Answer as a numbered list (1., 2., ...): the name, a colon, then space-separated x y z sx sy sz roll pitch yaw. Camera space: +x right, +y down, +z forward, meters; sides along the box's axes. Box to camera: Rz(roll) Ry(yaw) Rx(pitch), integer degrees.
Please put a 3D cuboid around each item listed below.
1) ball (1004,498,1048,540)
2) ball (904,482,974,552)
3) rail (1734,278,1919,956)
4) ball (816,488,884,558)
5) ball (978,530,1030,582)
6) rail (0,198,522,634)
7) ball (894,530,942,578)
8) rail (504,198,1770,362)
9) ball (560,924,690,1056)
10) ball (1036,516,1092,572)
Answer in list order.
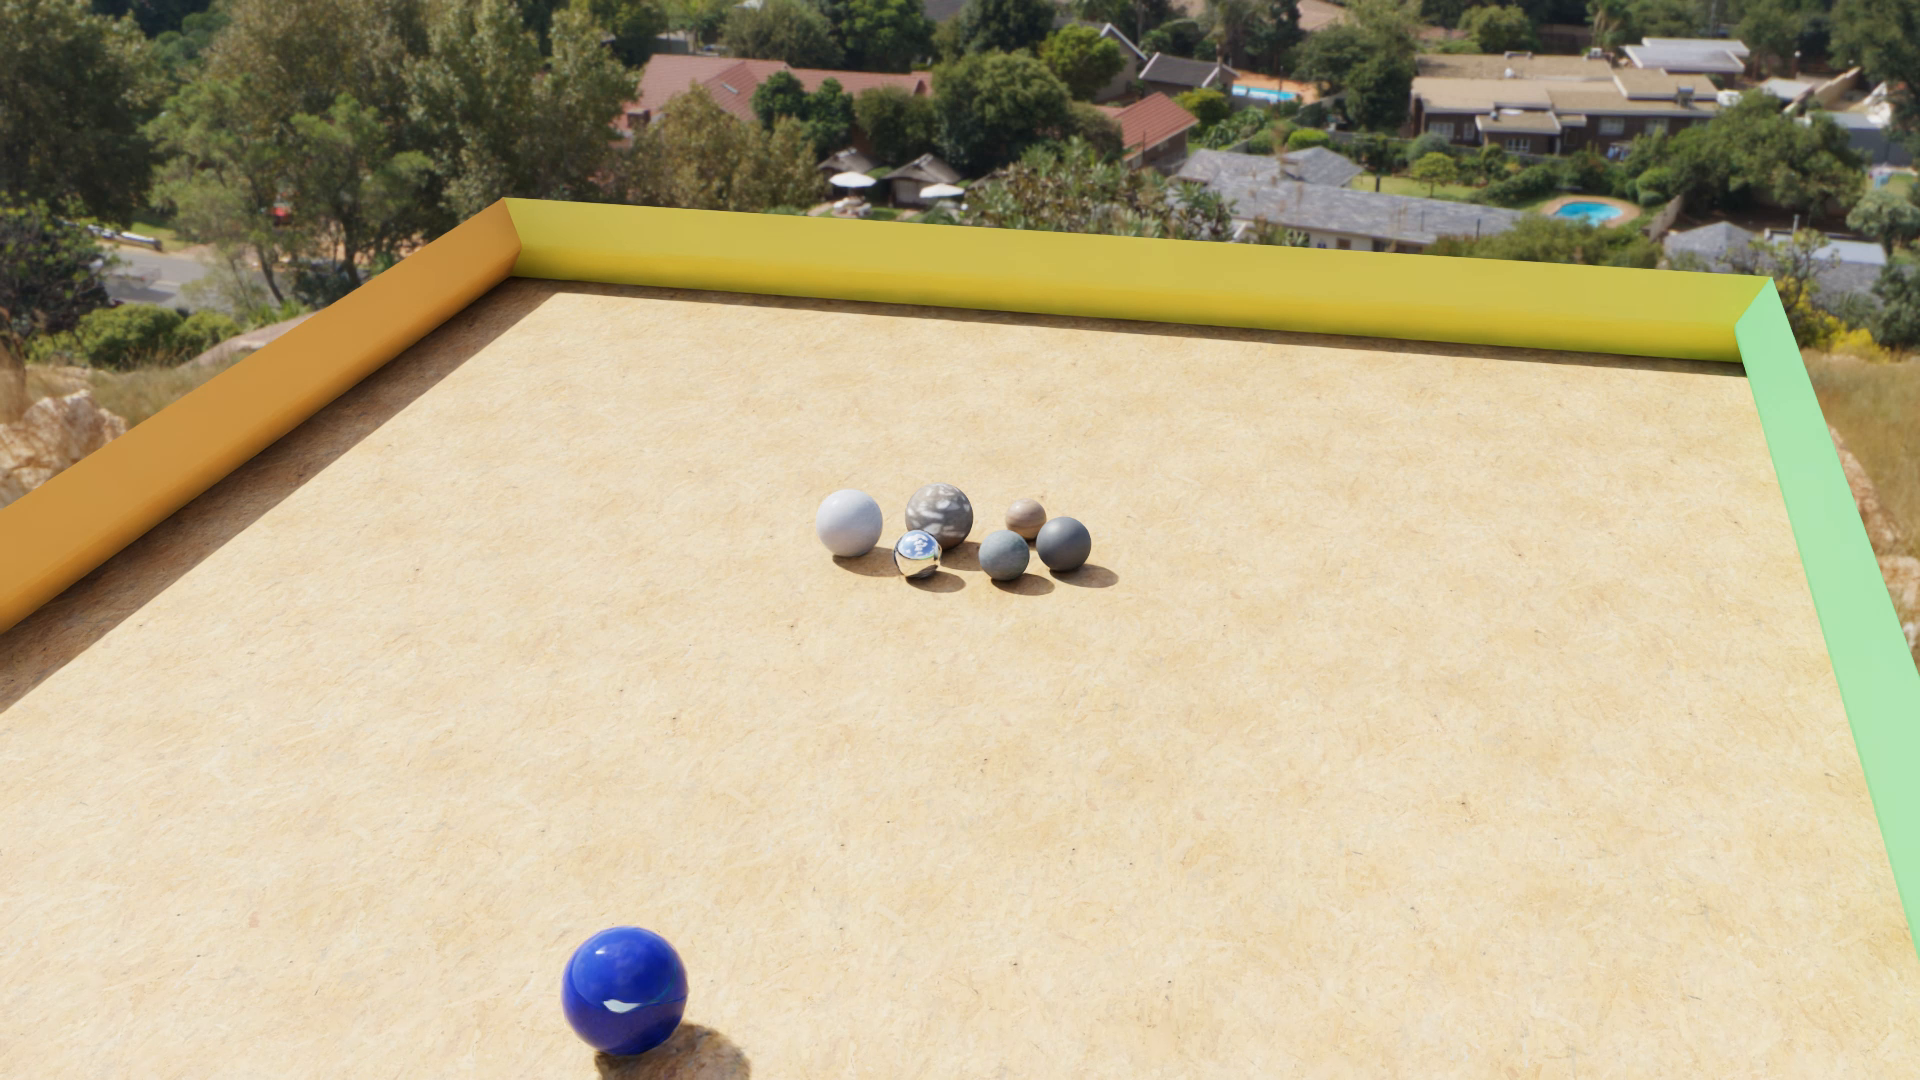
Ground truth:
1. ball: 0.075 -0.023 2.491 0.048 0.048 0.048 0 24 0
2. ball: -0.023 -0.026 2.461 0.077 0.077 0.077 0 24 0
3. rail: 0.681 0.411 1.412 0.045 0.124 3.639 5 24 12
4. ball: -0.123 -0.019 2.446 0.076 0.076 0.076 0 24 0
5. ball: 0.048 0.017 2.392 0.056 0.056 0.056 0 24 0
6. rail: -1.088 0.247 1.783 0.045 0.124 3.639 5 24 12
7. ball: -0.046 0.015 2.397 0.054 0.054 0.054 0 24 0
8. rail: 0.198 -0.378 3.199 1.862 0.124 0.045 5 24 12
9. ball: -0.248 0.333 1.626 0.095 0.095 0.095 0 24 0
10. ball: 0.114 0.005 2.413 0.061 0.061 0.061 0 24 0
